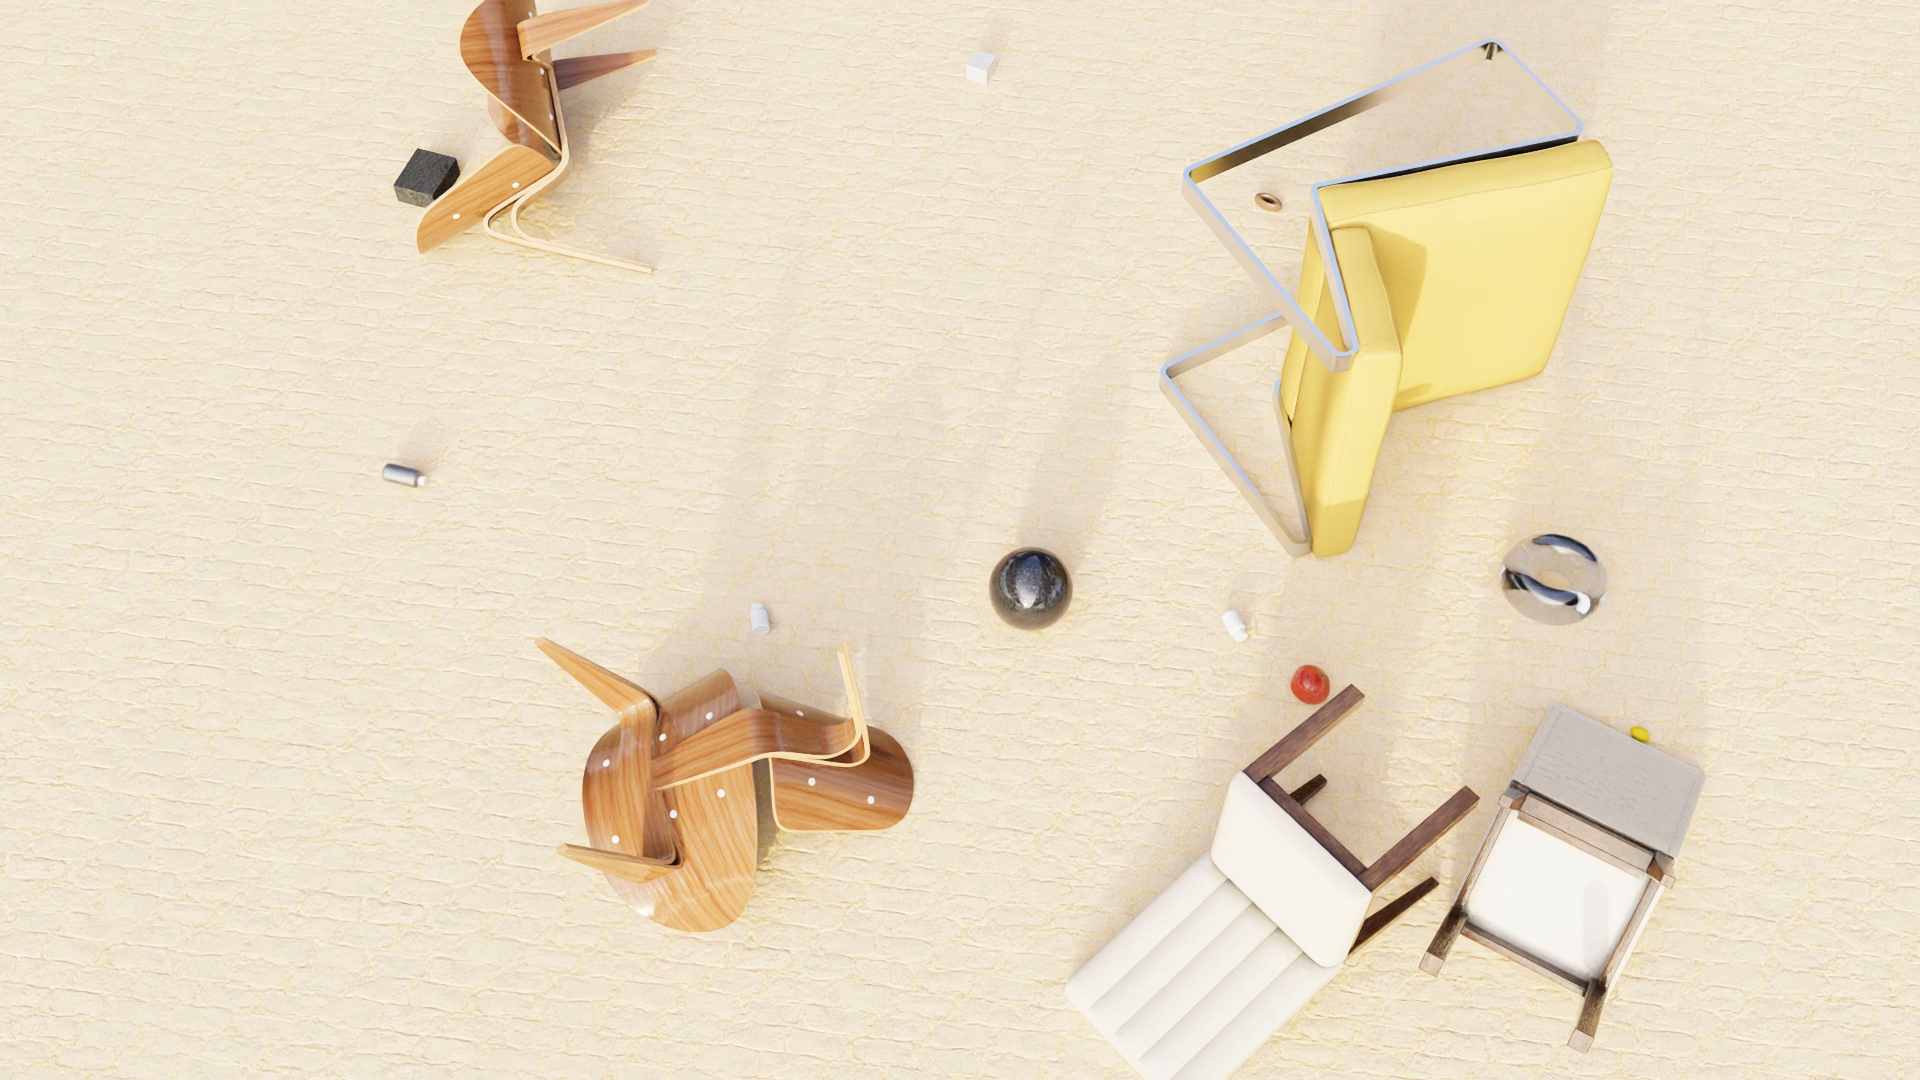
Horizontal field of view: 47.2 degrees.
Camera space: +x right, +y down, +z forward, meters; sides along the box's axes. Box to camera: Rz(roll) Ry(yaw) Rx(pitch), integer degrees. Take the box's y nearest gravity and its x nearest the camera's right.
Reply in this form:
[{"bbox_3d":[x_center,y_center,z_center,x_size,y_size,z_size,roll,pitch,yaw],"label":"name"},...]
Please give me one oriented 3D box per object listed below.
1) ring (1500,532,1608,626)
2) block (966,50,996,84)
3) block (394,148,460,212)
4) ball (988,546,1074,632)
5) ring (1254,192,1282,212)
[{"bbox_3d":[1.731,0.114,6.412,0.314,0.145,0.280,13,59,10],"label":"ring"},{"bbox_3d":[0.074,-1.642,7.636,0.075,0.066,0.084,21,59,13],"label":"block"},{"bbox_3d":[-1.777,-1.202,7.334,0.144,0.077,0.178,16,58,10],"label":"block"},{"bbox_3d":[0.204,0.140,6.331,0.248,0.248,0.248,0,56,0],"label":"ball"},{"bbox_3d":[1.024,-1.122,7.306,0.101,0.036,0.053,27,62,18],"label":"ring"}]
